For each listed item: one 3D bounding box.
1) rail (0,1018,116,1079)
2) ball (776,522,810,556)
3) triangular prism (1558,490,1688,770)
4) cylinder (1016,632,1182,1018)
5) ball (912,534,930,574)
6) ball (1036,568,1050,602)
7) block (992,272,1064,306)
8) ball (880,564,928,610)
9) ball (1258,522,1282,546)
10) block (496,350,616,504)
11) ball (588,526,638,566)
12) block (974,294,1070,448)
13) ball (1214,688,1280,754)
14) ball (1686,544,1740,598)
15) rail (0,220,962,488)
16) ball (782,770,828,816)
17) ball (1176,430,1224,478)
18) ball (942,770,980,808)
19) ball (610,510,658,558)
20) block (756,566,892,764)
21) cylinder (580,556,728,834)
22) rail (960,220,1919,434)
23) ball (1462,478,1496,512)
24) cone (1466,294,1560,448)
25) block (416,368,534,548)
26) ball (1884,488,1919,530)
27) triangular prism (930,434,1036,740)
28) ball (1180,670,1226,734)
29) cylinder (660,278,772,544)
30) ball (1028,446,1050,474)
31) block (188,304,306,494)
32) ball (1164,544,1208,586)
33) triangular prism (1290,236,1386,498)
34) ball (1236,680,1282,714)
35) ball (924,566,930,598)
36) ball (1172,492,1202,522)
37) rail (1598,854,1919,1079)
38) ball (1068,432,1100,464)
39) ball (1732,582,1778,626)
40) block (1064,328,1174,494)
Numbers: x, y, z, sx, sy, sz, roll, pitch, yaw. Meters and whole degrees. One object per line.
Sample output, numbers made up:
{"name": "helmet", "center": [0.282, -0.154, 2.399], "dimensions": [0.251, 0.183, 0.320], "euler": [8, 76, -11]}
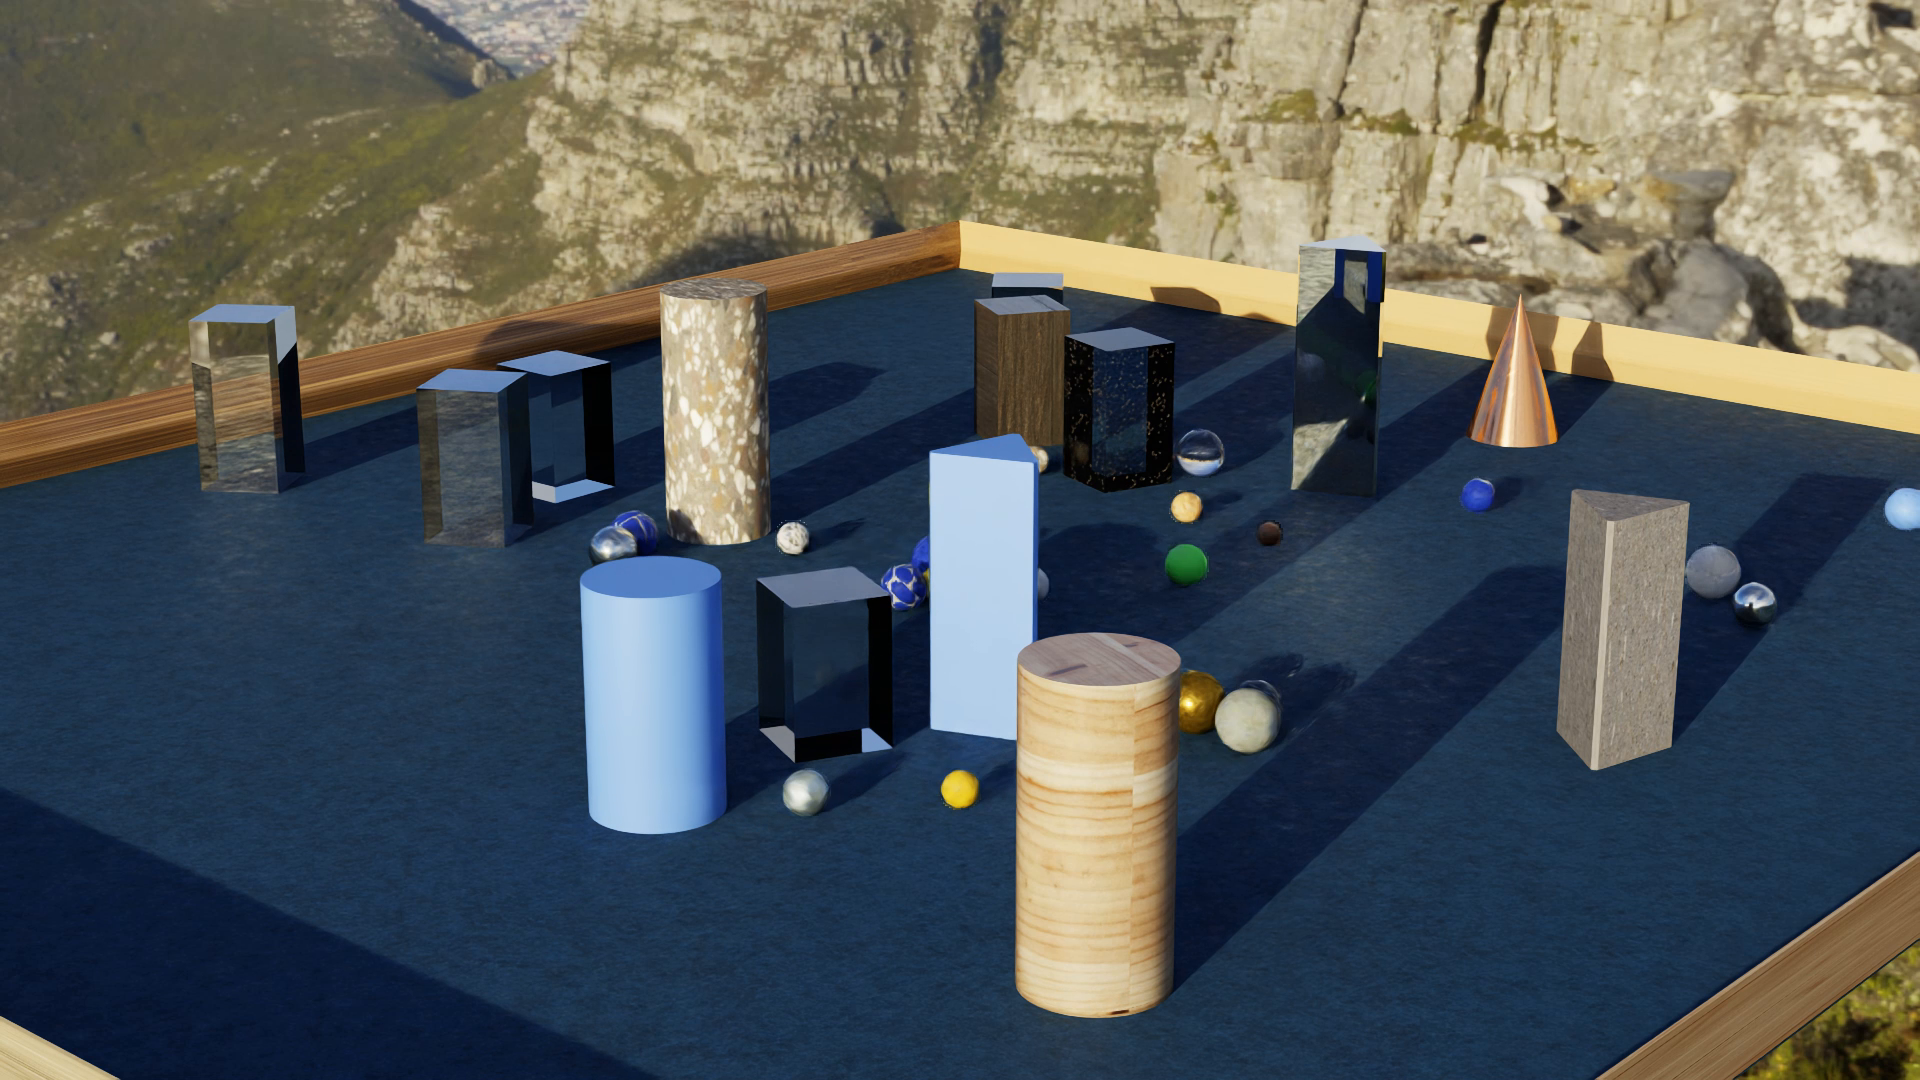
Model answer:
{"name": "rail", "center": [-1.400, 0.497, 3.576], "dimensions": [3.754, 0.128, 0.045], "euler": [14, 22, 39]}
{"name": "ball", "center": [-0.305, -0.003, 5.355], "dimensions": [0.060, 0.060, 0.060], "euler": [0, 17, 0]}
{"name": "triangular prism", "center": [0.960, 0.125, 4.375], "dimensions": [0.170, 0.382, 0.147], "euler": [-12, 21, -35]}
{"name": "cylinder", "center": [0.166, 0.345, 3.571], "dimensions": [0.196, 0.424, 0.196], "euler": [0, 17, 0]}
{"name": "ball", "center": [-0.037, 0.036, 5.165], "dimensions": [0.097, 0.097, 0.097], "euler": [0, 17, 0]}
{"name": "ball", "center": [0.122, 0.078, 5.079], "dimensions": [0.066, 0.066, 0.066], "euler": [0, 17, 0]}
{"name": "block", "center": [0.153, -0.470, 6.600], "dimensions": [0.157, 0.236, 0.157], "euler": [1, 17, 3]}
{"name": "ball", "center": [-0.096, 0.081, 5.040], "dimensions": [0.081, 0.081, 0.081], "euler": [0, 17, 0]}
{"name": "ball", "center": [0.570, -0.010, 5.408], "dimensions": [0.044, 0.044, 0.044], "euler": [0, 17, 0]}
{"name": "block", "center": [-0.793, -0.224, 5.756], "dimensions": [0.157, 0.253, 0.157], "euler": [14, 22, 38]}
{"name": "ball", "center": [-0.618, 0.019, 5.234], "dimensions": [0.089, 0.089, 0.089], "euler": [0, 17, 0]}
{"name": "block", "center": [0.129, -0.351, 6.122], "dimensions": [0.157, 0.285, 0.157], "euler": [-5, 18, -17]}
{"name": "ball", "center": [0.430, 0.270, 4.384], "dimensions": [0.098, 0.098, 0.098], "euler": [0, 17, 0]}
{"name": "ball", "center": [1.311, 0.055, 5.104], "dimensions": [0.094, 0.094, 0.094], "euler": [0, 17, 0]}
{"name": "rail", "center": [-1.399, -0.319, 6.283], "dimensions": [0.045, 0.128, 4.319], "euler": [14, 22, 39]}
{"name": "ball", "center": [-0.219, 0.358, 4.149], "dimensions": [0.066, 0.066, 0.066], "euler": [0, 17, 0]}
{"name": "ball", "center": [0.481, -0.174, 5.859], "dimensions": [0.096, 0.096, 0.096], "euler": [0, 17, 0]}
{"name": "ball", "center": [0.001, 0.355, 4.178], "dimensions": [0.055, 0.055, 0.055], "euler": [0, 17, 0]}
{"name": "ball", "center": [-0.592, -0.008, 5.319], "dimensions": [0.091, 0.091, 0.091], "euler": [0, 17, 0]}
{"name": "block", "center": [-0.204, 0.186, 4.415], "dimensions": [0.157, 0.242, 0.157], "euler": [-7, 18, -22]}
{"name": "cylinder", "center": [-0.431, 0.217, 4.134], "dimensions": [0.196, 0.345, 0.196], "euler": [0, 17, 0]}
{"name": "rail", "center": [1.400, -0.434, 6.664], "dimensions": [3.754, 0.128, 0.045], "euler": [14, 22, 39]}
{"name": "ball", "center": [0.994, -0.085, 5.620], "dimensions": [0.066, 0.066, 0.066], "euler": [0, 17, 0]}
{"name": "cone", "center": [1.166, -0.367, 6.140], "dimensions": [0.196, 0.305, 0.196], "euler": [0, 17, 0]}
{"name": "block", "center": [-0.898, -0.152, 5.443], "dimensions": [0.157, 0.296, 0.157], "euler": [3, 17, 11]}
{"name": "ball", "center": [1.777, -0.058, 5.505], "dimensions": [0.080, 0.080, 0.080], "euler": [0, 17, 0]}
{"name": "triangular prism", "center": [0.060, 0.067, 4.469], "dimensions": [0.170, 0.438, 0.147], "euler": [6, 18, 20]}
{"name": "ball", "center": [0.357, 0.247, 4.463], "dimensions": [0.097, 0.097, 0.097], "euler": [0, 17, 0]}
{"name": "cylinder", "center": [-0.453, -0.240, 5.448], "dimensions": [0.196, 0.461, 0.196], "euler": [0, 17, 0]}
{"name": "ball", "center": [0.150, -0.160, 5.880], "dimensions": [0.059, 0.059, 0.059], "euler": [0, 17, 0]}
{"name": "block", "center": [-1.405, -0.280, 5.786], "dimensions": [0.157, 0.342, 0.157], "euler": [2, 17, 7]}
{"name": "ball", "center": [0.399, 0.043, 5.178], "dimensions": [0.074, 0.074, 0.074], "euler": [0, 17, 0]}
{"name": "triangular prism", "center": [0.759, -0.345, 5.751], "dimensions": [0.170, 0.487, 0.147], "euler": [7, 18, 22]}
{"name": "ball", "center": [0.451, 0.253, 4.473], "dimensions": [0.081, 0.081, 0.081], "euler": [0, 17, 0]}
{"name": "ball", "center": [-0.036, 0.074, 5.094], "dimensions": [0.065, 0.065, 0.065], "euler": [0, 17, 0]}
{"name": "ball", "center": [0.430, -0.062, 5.554], "dimensions": [0.059, 0.059, 0.059], "euler": [0, 17, 0]}
{"name": "rail", "center": [1.399, 0.383, 3.957], "dimensions": [0.045, 0.128, 4.319], "euler": [14, 22, 39]}
{"name": "ball", "center": [0.251, -0.185, 5.951], "dimensions": [0.066, 0.066, 0.066], "euler": [0, 17, 0]}
{"name": "ball", "center": [1.343, 0.109, 4.959], "dimensions": [0.074, 0.074, 0.074], "euler": [0, 17, 0]}
{"name": "block", "center": [0.314, -0.259, 5.816], "dimensions": [0.157, 0.286, 0.157], "euler": [-9, 19, -28]}
